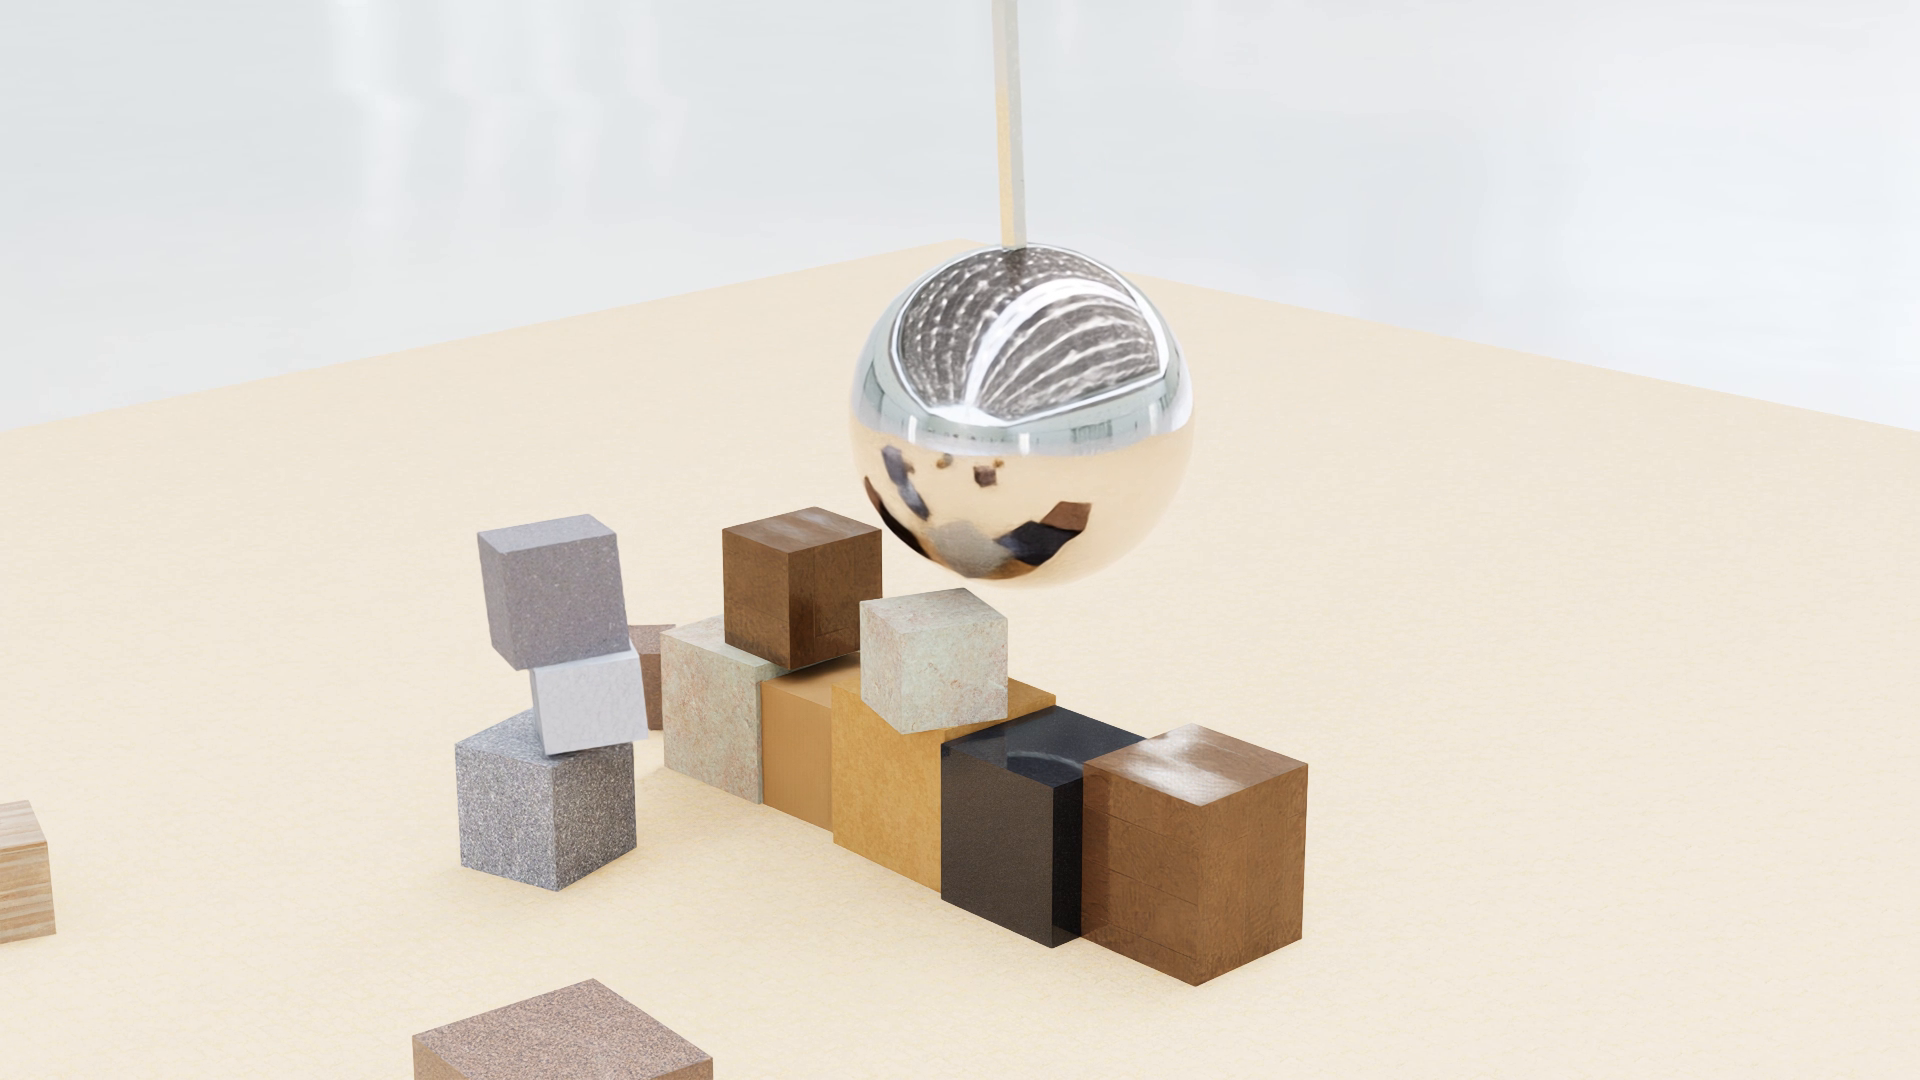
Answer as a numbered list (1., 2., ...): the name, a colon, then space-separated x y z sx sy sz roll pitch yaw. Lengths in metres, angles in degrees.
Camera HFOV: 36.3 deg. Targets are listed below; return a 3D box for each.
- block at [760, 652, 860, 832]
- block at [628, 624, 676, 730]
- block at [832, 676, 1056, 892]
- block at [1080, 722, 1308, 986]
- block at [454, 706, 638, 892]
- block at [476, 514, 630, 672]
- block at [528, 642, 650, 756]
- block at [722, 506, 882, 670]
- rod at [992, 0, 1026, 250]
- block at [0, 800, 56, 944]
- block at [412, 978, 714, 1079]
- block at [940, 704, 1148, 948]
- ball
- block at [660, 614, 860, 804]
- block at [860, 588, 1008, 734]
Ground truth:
1. block: -0.538 0.977 14.188 0.625 0.629 0.560 -17 24 -42
2. block: -1.730 0.721 15.349 0.494 0.421 0.461 -1 18 -5
3. block: -0.078 1.068 13.619 0.680 0.795 0.796 -15 23 -39
4. block: 1.011 1.347 12.688 0.691 0.821 0.674 -16 23 -41
5. block: -1.911 1.186 13.563 0.563 0.605 0.597 10 20 30
6. block: -1.853 0.231 13.346 0.531 0.545 0.507 -10 14 -19
7. block: -1.699 0.699 13.351 0.469 0.385 0.428 -8 14 -12
8. block: -0.765 0.226 14.276 0.578 0.586 0.518 -15 23 -39
9. rod: 0.122 -3.755 12.290 0.080 5.200 0.080 17 28 42
10. block: -4.279 1.476 12.917 0.458 0.439 0.528 -8 19 -24
11. block: -1.381 2.127 10.269 0.738 0.784 0.785 -13 22 -36
12. block: 0.417 1.263 13.071 0.715 0.752 0.706 -16 23 -41
13. ball: 0.282 -0.566 13.460 1.600 1.600 1.600 0 17 0
14. block: -0.968 0.793 14.635 0.750 0.711 0.713 -17 24 -42
15. block: -0.119 0.538 13.193 0.514 0.472 0.482 -8 19 -23
